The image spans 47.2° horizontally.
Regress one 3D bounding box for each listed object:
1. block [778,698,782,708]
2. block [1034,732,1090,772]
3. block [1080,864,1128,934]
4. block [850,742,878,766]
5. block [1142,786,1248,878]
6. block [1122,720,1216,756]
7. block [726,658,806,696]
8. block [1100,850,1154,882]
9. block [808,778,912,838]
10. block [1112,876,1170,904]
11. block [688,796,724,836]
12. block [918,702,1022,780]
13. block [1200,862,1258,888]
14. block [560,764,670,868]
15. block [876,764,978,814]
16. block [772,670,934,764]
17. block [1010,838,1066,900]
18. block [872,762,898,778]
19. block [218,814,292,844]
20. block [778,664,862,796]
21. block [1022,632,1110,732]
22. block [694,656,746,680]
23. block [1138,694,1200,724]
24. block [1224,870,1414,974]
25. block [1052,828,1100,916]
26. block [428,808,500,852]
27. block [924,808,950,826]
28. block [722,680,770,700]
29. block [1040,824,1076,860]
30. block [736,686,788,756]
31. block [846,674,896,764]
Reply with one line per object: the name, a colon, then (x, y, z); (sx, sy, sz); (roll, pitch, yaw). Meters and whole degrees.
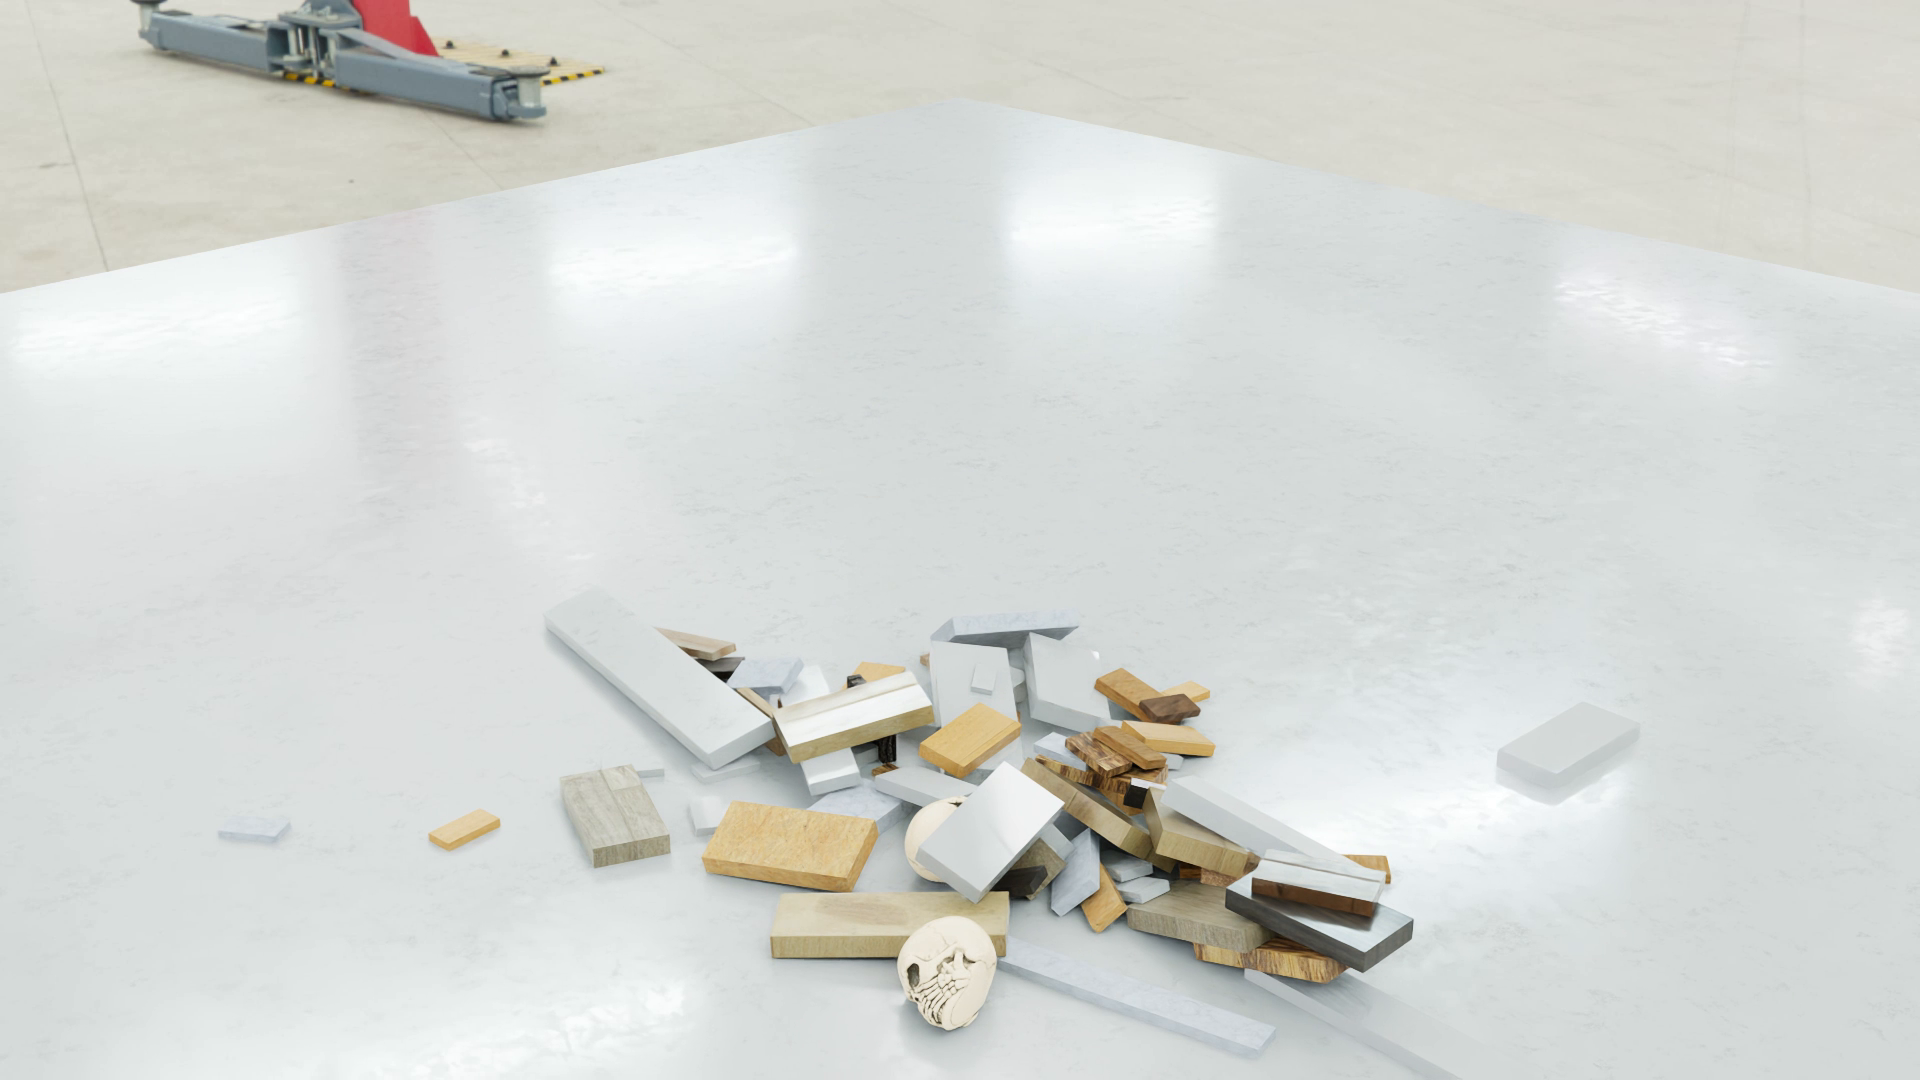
block: (-0.295, 0.384, 4.738); (0.108, 0.030, 0.215); (-14, 27, -29)
block: (0.226, 0.438, 4.546); (0.134, 0.019, 0.067); (18, 29, 36)
block: (0.260, 0.667, 4.107); (0.072, 0.020, 0.143); (-42, 26, 6)
block: (-0.282, 0.432, 4.704); (0.108, 0.030, 0.215); (-18, 29, -36)
block: (0.447, 0.557, 4.221); (0.165, 0.047, 0.329); (17, 7, -2)
block: (0.441, 0.421, 4.662); (0.185, 0.026, 0.093); (8, 16, -31)
block: (-0.429, 0.300, 4.810); (0.175, 0.025, 0.088); (-6, 39, 39)
block: (0.299, 0.623, 4.211); (0.072, 0.020, 0.143); (-11, 8, -28)
block: (-0.233, 0.564, 4.380); (0.143, 0.041, 0.286); (14, 27, 30)
block: (0.319, 0.654, 4.132); (0.072, 0.020, 0.143); (-18, 9, -36)
block: (-0.508, 0.555, 4.430); (0.062, 0.018, 0.124); (-6, 24, -13)
block: (0.022, 0.414, 4.557); (0.109, 0.031, 0.219); (26, 33, 25)
block: (0.562, 0.639, 4.140); (0.214, 0.030, 0.107); (11, 8, 5)
block: (-0.694, 0.550, 4.409); (0.153, 0.043, 0.305); (-9, 25, -20)
block: (-0.061, 0.500, 4.413); (0.104, 0.030, 0.209); (-13, 18, -42)
block: (-0.224, 0.368, 4.586); (0.308, 0.044, 0.154); (-16, 28, -13)
block: (0.120, 0.605, 4.229); (0.096, 0.027, 0.192); (-45, 33, -3)
block: (-0.135, 0.493, 4.581); (0.047, 0.013, 0.095); (-20, 30, -39)
block: (-1.405, 0.576, 4.380); (0.124, 0.018, 0.062); (4, 23, 10)
block: (-0.305, 0.396, 4.637); (0.104, 0.030, 0.454); (-13, 28, -8)
block: (0.234, 0.319, 4.881); (0.167, 0.047, 0.335); (17, 21, -9)
block: (-0.560, 0.290, 4.963); (0.140, 0.020, 0.070); (-3, 24, 19)
block: (0.457, 0.366, 4.789); (0.126, 0.018, 0.063); (-6, 34, -35)
block: (0.627, 0.653, 3.847); (0.294, 0.042, 0.147); (21, 30, 40)
block: (0.220, 0.628, 4.172); (0.096, 0.027, 0.192); (-39, 15, 18)
block: (-0.986, 0.577, 4.379); (0.064, 0.018, 0.128); (18, 29, 36)
block: (-0.043, 0.541, 4.430); (0.050, 0.014, 0.101); (-5, 24, -11)
block: (-0.518, 0.333, 4.945); (0.175, 0.025, 0.088); (21, 30, 40)
block: (0.141, 0.582, 4.285); (0.096, 0.027, 0.192); (-45, 33, -3)
block: (-0.425, 0.390, 4.729); (0.025, 0.088, 0.176); (-17, 28, -30)
block: (-0.190, 0.382, 4.722); (0.030, 0.108, 0.215); (-10, 25, -21)
